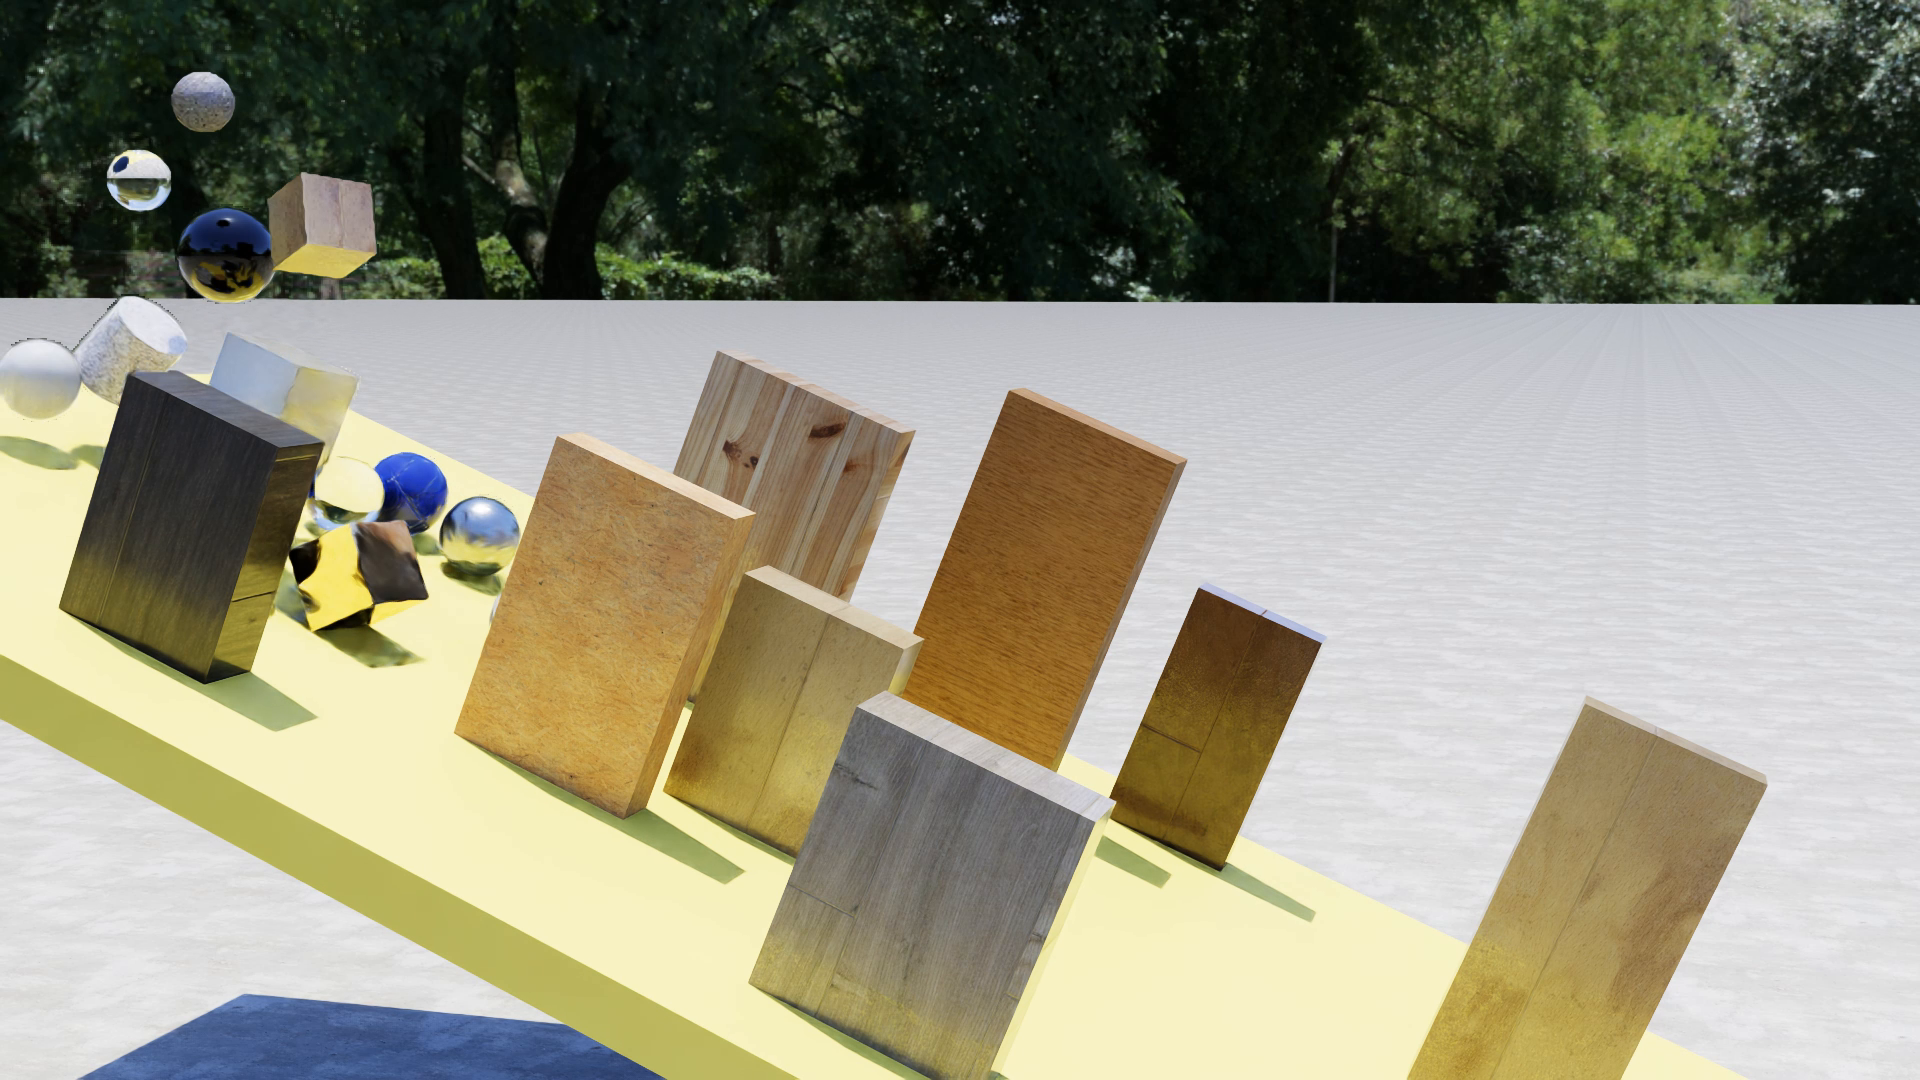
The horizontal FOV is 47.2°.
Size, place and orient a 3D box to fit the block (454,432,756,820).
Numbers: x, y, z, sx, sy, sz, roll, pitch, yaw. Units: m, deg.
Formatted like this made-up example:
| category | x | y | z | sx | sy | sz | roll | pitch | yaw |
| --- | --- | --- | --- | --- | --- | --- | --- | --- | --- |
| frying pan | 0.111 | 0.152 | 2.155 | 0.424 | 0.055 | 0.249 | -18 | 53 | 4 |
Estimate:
| category | x | y | z | sx | sy | sz | roll | pitch | yaw |
| --- | --- | --- | --- | --- | --- | --- | --- | --- | --- |
| block | -0.616 | 0.146 | 3.790 | 0.349 | 0.568 | 0.093 | 25 | 13 | 13 |

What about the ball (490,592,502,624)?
| category | x | y | z | sx | sy | sz | roll | pitch | yaw |
| --- | --- | --- | --- | --- | --- | --- | --- | --- | --- |
| ball | -0.850 | 0.156 | 4.323 | 0.146 | 0.146 | 0.146 | 0 | 7 | 0 |

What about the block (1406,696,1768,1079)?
| category | x | y | z | sx | sy | sz | roll | pitch | yaw |
| --- | --- | --- | --- | --- | --- | --- | --- | --- | --- |
| block | 1.101 | 0.693 | 3.895 | 0.328 | 0.768 | 0.084 | 25 | 13 | 13 |

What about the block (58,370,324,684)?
| category | x | y | z | sx | sy | sz | roll | pitch | yaw |
| --- | --- | --- | --- | --- | --- | --- | --- | --- | --- |
| block | -1.293 | -0.024 | 3.697 | 0.306 | 0.430 | 0.129 | 25 | 13 | 13 |

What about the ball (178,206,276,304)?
| category | x | y | z | sx | sy | sz | roll | pitch | yaw |
| --- | --- | --- | --- | --- | --- | --- | --- | --- | --- |
| ball | -1.534 | -0.597 | 4.608 | 0.200 | 0.200 | 0.200 | 0 | 7 | 0 |

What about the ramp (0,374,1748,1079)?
| category | x | y | z | sx | sy | sz | roll | pitch | yaw |
| --- | --- | --- | --- | --- | --- | --- | --- | --- | --- |
| ramp | -0.305 | 0.540 | 4.194 | 4.000 | 0.100 | 2.000 | 25 | 13 | 13 |

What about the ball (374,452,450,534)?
| category | x | y | z | sx | sy | sz | roll | pitch | yaw |
| --- | --- | --- | --- | --- | --- | --- | --- | --- | --- |
| ball | -1.193 | -0.100 | 4.743 | 0.178 | 0.178 | 0.178 | 0 | 7 | 0 |

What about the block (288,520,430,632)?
| category | x | y | z | sx | sy | sz | roll | pitch | yaw |
| --- | --- | --- | --- | --- | --- | --- | --- | --- | --- |
| block | -1.116 | 0.066 | 4.086 | 0.156 | 0.156 | 0.156 | -22 | -7 | 25 |

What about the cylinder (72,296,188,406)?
| category | x | y | z | sx | sy | sz | roll | pitch | yaw |
| --- | --- | --- | --- | --- | --- | --- | --- | --- | --- |
| cylinder | -1.696 | -0.384 | 4.490 | 0.160 | 0.160 | 0.160 | -42 | -7 | 17 |

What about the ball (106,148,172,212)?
| category | x | y | z | sx | sy | sz | roll | pitch | yaw |
| --- | --- | --- | --- | --- | --- | --- | --- | --- | --- |
| ball | -1.575 | -0.690 | 4.220 | 0.118 | 0.118 | 0.118 | 0 | 7 | 0 |

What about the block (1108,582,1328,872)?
| category | x | y | z | sx | sy | sz | roll | pitch | yaw |
| --- | --- | --- | --- | --- | --- | --- | --- | --- | --- |
| block | 0.541 | 0.399 | 4.698 | 0.283 | 0.544 | 0.086 | 25 | 13 | 13 |

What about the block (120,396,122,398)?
| category | x | y | z | sx | sy | sz | roll | pitch | yaw |
| --- | --- | --- | --- | --- | --- | --- | --- | --- | --- |
| block | -1.573 | -0.186 | 4.400 | 0.165 | 0.165 | 0.165 | -9 | 30 | -33 |

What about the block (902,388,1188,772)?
| category | x | y | z | sx | sy | sz | roll | pitch | yaw |
| --- | --- | --- | --- | --- | --- | --- | --- | --- | --- |
| block | 0.141 | 0.126 | 4.593 | 0.378 | 0.797 | 0.115 | 25 | 13 | 13 |

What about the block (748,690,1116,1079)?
| category | x | y | z | sx | sy | sz | roll | pitch | yaw |
| --- | --- | --- | --- | --- | --- | --- | --- | --- | --- |
| block | -0.045 | 0.535 | 3.330 | 0.395 | 0.477 | 0.130 | 25 | 13 | 13 |

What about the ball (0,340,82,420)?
| category | x | y | z | sx | sy | sz | roll | pitch | yaw |
| --- | --- | --- | --- | --- | --- | --- | --- | --- | --- |
| ball | -1.834 | -0.318 | 4.379 | 0.158 | 0.158 | 0.158 | 0 | 7 | 0 |

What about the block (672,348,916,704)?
| category | x | y | z | sx | sy | sz | roll | pitch | yaw |
| --- | --- | --- | --- | --- | --- | --- | --- | --- | --- |
| block | -0.406 | 0.014 | 4.416 | 0.414 | 0.683 | 0.094 | 25 | 13 | 13 |

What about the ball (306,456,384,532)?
| category | x | y | z | sx | sy | sz | roll | pitch | yaw |
| --- | --- | --- | --- | --- | --- | --- | --- | --- | --- |
| ball | -1.286 | -0.093 | 4.597 | 0.162 | 0.162 | 0.162 | 0 | 7 | 0 |

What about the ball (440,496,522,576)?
| category | x | y | z | sx | sy | sz | roll | pitch | yaw |
| --- | --- | --- | --- | --- | --- | --- | --- | --- | --- |
| ball | -1.018 | -0.008 | 4.668 | 0.170 | 0.170 | 0.170 | 0 | 7 | 0 |

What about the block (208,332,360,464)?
| category | x | y | z | sx | sy | sz | roll | pitch | yaw |
| --- | --- | --- | --- | --- | --- | --- | --- | --- | --- |
| block | -1.294 | -0.267 | 4.172 | 0.180 | 0.180 | 0.180 | 24 | 5 | 21 |

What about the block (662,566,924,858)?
| category | x | y | z | sx | sy | sz | roll | pitch | yaw |
| --- | --- | --- | --- | --- | --- | --- | --- | --- | --- |
| block | -0.299 | 0.314 | 3.922 | 0.320 | 0.434 | 0.112 | 25 | 13 | 13 |

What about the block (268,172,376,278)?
| category | x | y | z | sx | sy | sz | roll | pitch | yaw |
| --- | --- | --- | --- | --- | --- | --- | --- | --- | --- |
| block | -1.275 | -0.627 | 4.395 | 0.149 | 0.149 | 0.149 | 4 | -17 | -43 |

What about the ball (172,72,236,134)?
| category | x | y | z | sx | sy | sz | roll | pitch | yaw |
| --- | --- | --- | --- | --- | --- | --- | --- | --- | --- |
| ball | -1.534 | -0.888 | 4.459 | 0.123 | 0.123 | 0.123 | 0 | 7 | 0 |
